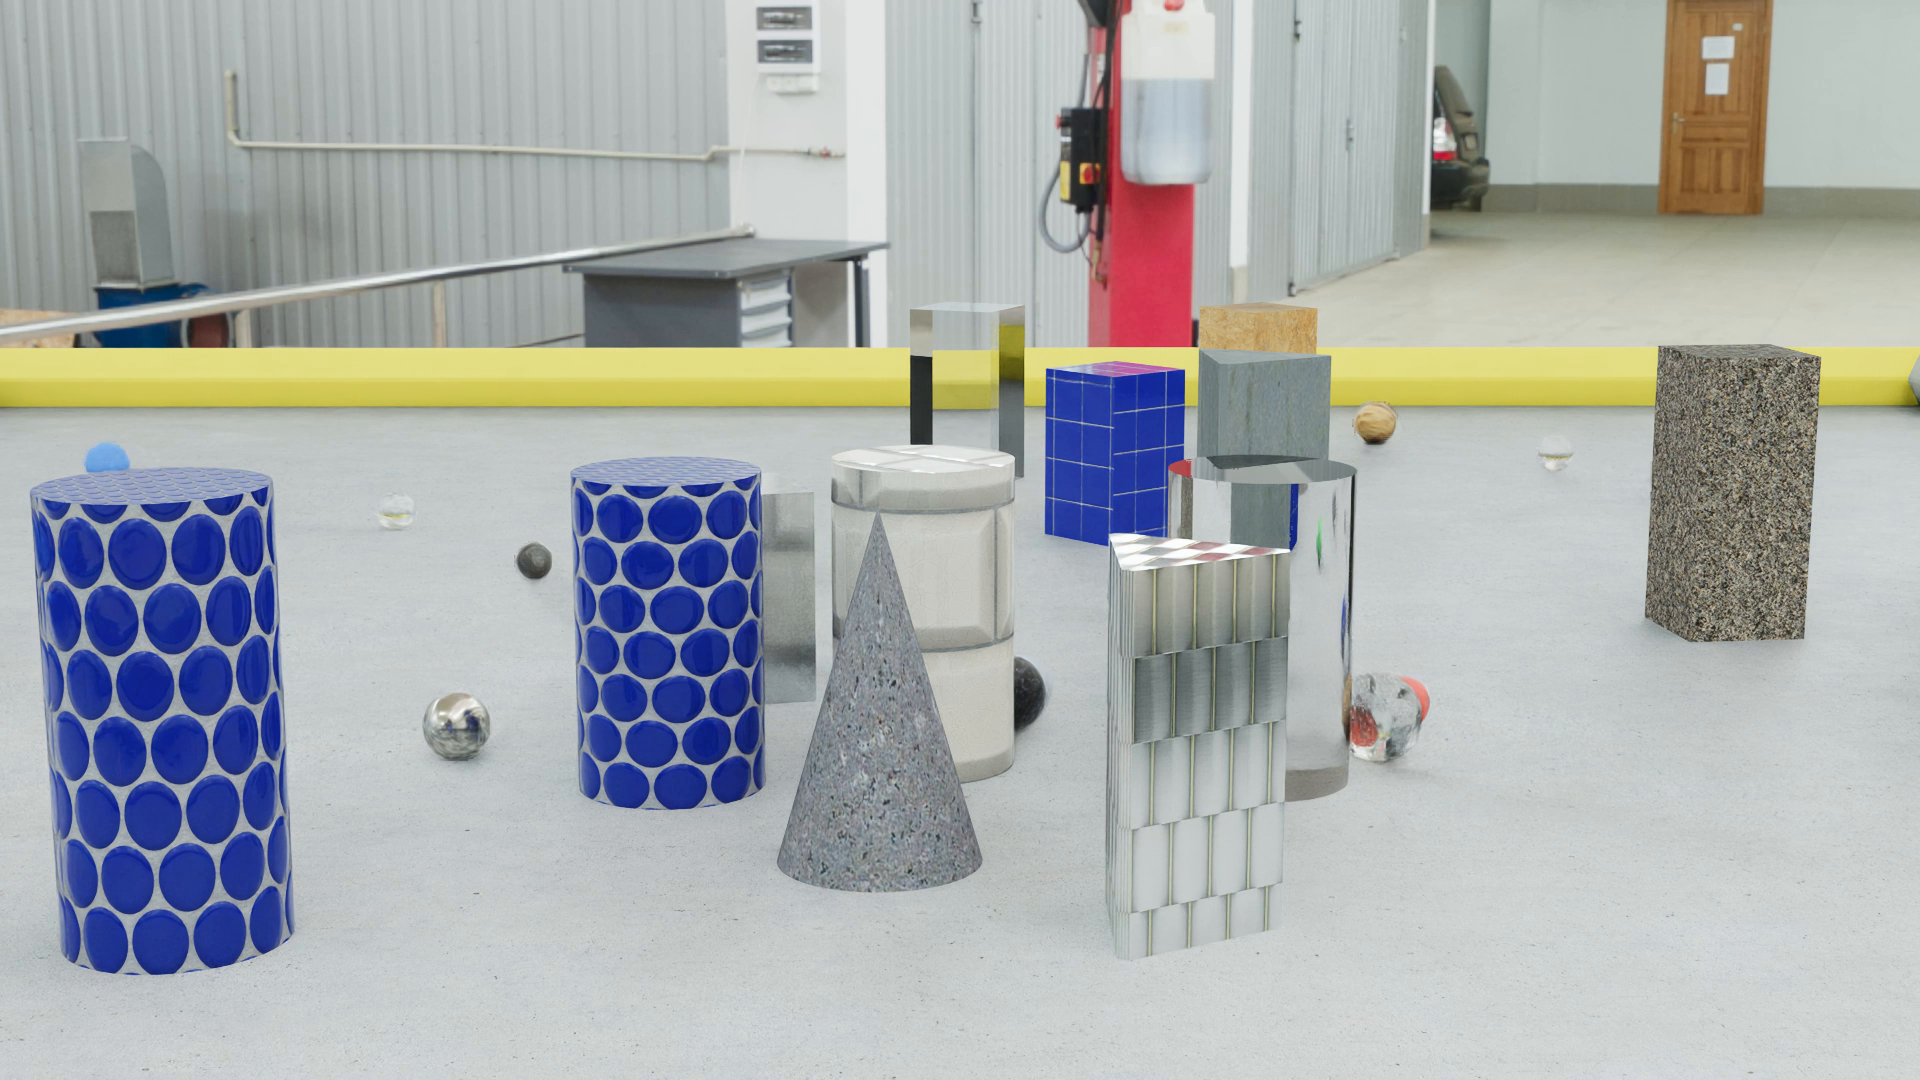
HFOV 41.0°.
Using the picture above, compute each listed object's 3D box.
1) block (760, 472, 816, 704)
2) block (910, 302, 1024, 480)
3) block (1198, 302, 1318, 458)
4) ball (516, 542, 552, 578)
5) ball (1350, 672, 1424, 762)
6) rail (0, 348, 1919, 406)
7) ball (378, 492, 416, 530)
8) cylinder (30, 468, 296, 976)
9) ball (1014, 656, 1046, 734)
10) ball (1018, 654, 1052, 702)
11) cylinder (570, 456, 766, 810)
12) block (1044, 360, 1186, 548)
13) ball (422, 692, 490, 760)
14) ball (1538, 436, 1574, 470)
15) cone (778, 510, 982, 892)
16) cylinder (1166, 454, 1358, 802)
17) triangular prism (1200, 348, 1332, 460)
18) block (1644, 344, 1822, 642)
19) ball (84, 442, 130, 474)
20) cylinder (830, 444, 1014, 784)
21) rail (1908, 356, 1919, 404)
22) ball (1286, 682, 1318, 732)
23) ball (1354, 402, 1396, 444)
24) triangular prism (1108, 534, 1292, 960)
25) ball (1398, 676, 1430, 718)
[{"bbox_3d":[-0.261,0.056,2.992,0.152,0.245,0.152,-3,11,-16],"label":"block"},{"bbox_3d":[0.014,-0.255,4.495,0.152,0.307,0.152,5,12,24],"label":"block"},{"bbox_3d":[0.548,-0.287,4.731,0.152,0.283,0.152,-7,13,-34],"label":"block"},{"bbox_3d":[-0.607,0.030,3.662,0.051,0.051,0.051,0,11,0],"label":"ball"},{"bbox_3d":[0.439,0.186,2.702,0.095,0.095,0.095,0,11,0],"label":"ball"},{"bbox_3d":[-0.012,-0.346,5.476,4.156,0.123,0.045,0,11,0],"label":"rail"},{"bbox_3d":[-0.887,-0.046,4.044,0.060,0.060,0.060,0,11,0],"label":"ball"},{"bbox_3d":[-0.659,0.145,2.132,0.190,0.386,0.190,0,11,0],"label":"cylinder"},{"bbox_3d":[0.051,0.169,2.816,0.087,0.087,0.087,0,11,0],"label":"ball"},{"bbox_3d":[0.069,0.164,2.894,0.069,0.069,0.069,0,11,0],"label":"ball"},{"bbox_3d":[-0.294,0.090,2.596,0.190,0.324,0.190,0,11,0],"label":"cylinder"},{"bbox_3d":[0.240,-0.136,3.983,0.152,0.260,0.152,-9,14,-40],"label":"block"},{"bbox_3d":[-0.533,0.196,2.712,0.072,0.072,0.072,0,11,0],"label":"ball"},{"bbox_3d":[1.075,-0.157,4.633,0.063,0.063,0.063,0,11,0],"label":"ball"},{"bbox_3d":[-0.074,0.133,2.344,0.190,0.332,0.190,0,11,0],"label":"cone"},{"bbox_3d":[0.305,0.086,2.620,0.190,0.322,0.190,0,11,0],"label":"cylinder"},{"bbox_3d":[0.333,-0.034,3.096,0.165,0.383,0.143,-7,13,-33],"label":"triangular prism"},{"bbox_3d":[0.995,-0.063,3.314,0.152,0.362,0.152,-1,11,-7],"label":"block"},{"bbox_3d":[-1.485,-0.132,4.469,0.074,0.074,0.074,0,11,0],"label":"ball"},{"bbox_3d":[-0.038,0.075,2.678,0.190,0.323,0.190,0,11,0],"label":"cylinder"},{"bbox_3d":[2.054,0.030,3.461,0.045,0.123,4.170,0,11,0],"label":"rail"},{"bbox_3d":[0.367,0.184,2.823,0.055,0.055,0.055,0,11,0],"label":"ball"},{"bbox_3d":[0.804,-0.227,4.963,0.080,0.080,0.080,0,11,0],"label":"ball"},{"bbox_3d":[0.168,0.166,2.181,0.165,0.326,0.143,-6,12,-30],"label":"triangular prism"},{"bbox_3d":[0.490,0.180,2.838,0.059,0.059,0.059,0,11,0],"label":"ball"}]
